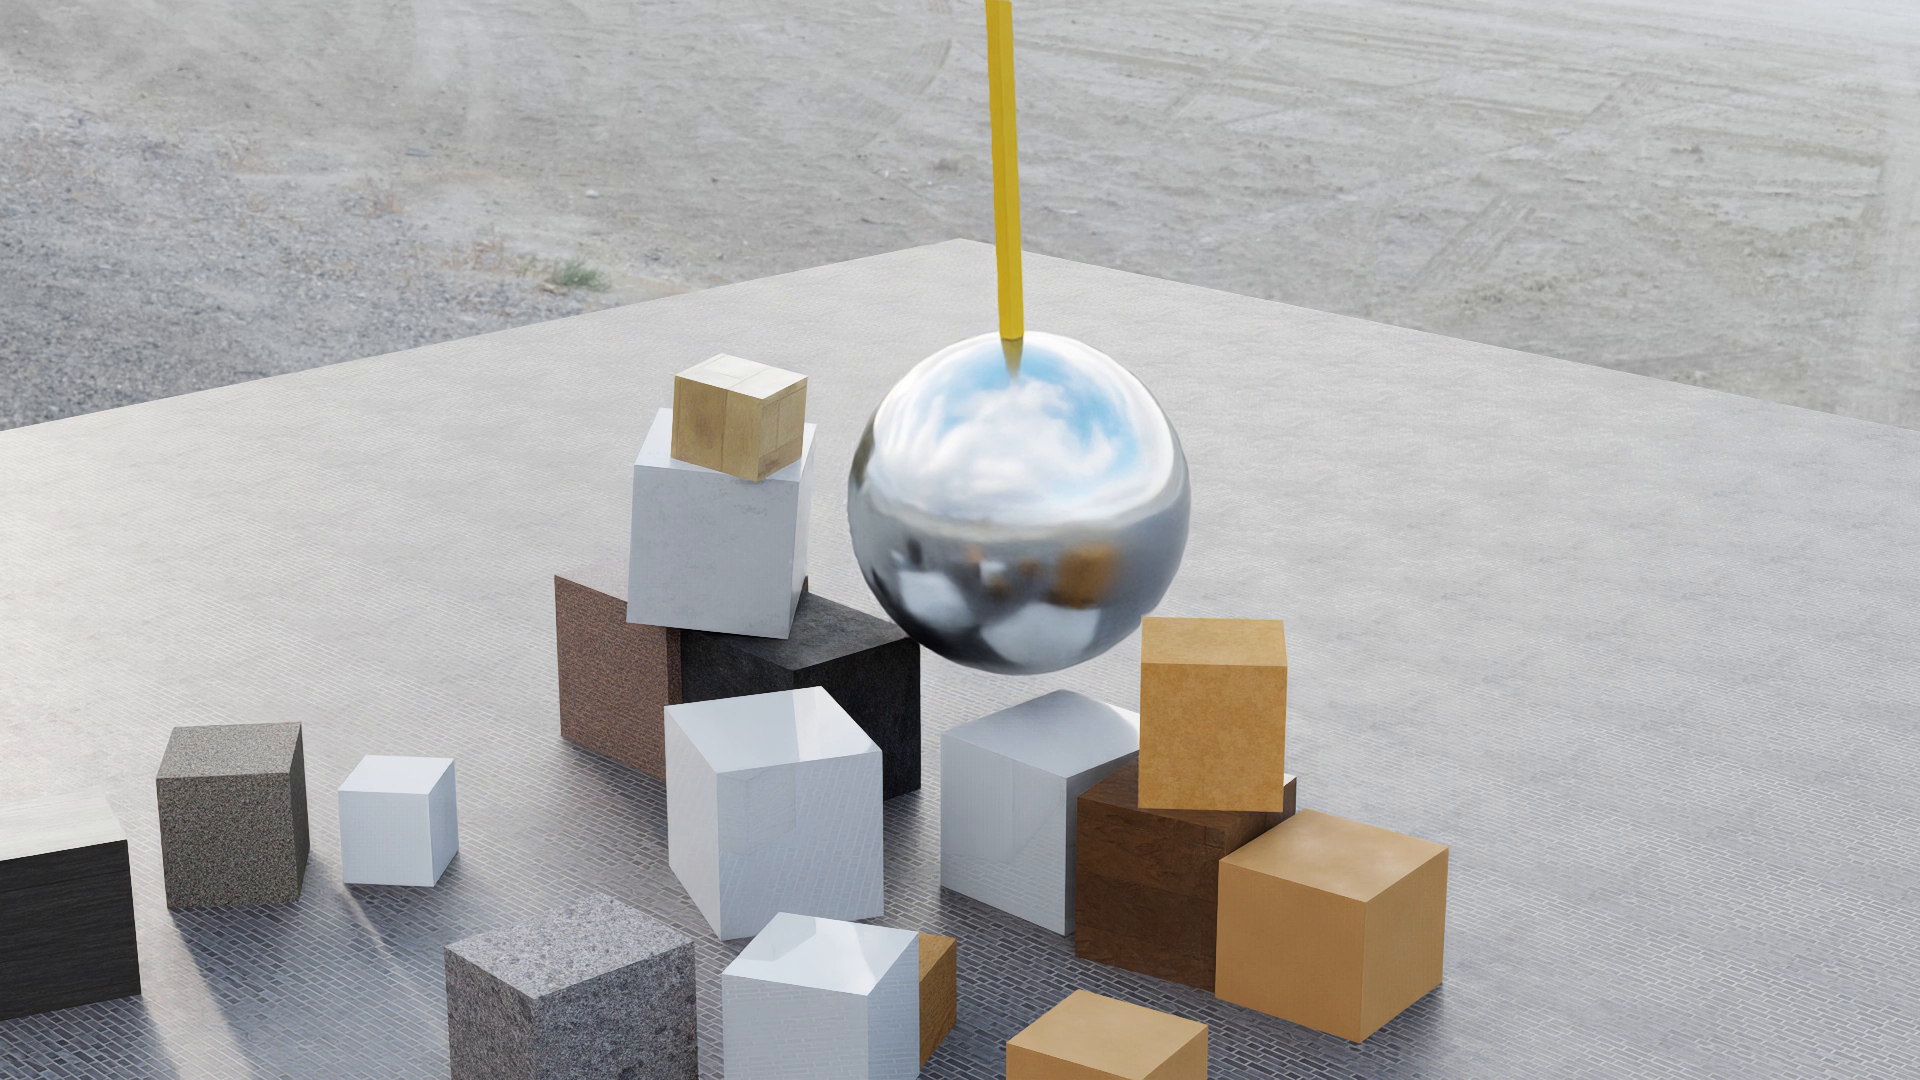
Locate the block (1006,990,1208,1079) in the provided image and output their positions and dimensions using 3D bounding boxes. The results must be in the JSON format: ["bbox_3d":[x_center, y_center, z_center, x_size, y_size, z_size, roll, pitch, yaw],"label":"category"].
[{"bbox_3d":[0.535,2.080,10.693,0.548,0.619,0.514,11,20,31],"label":"block"}]

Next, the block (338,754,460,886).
[{"bbox_3d":[-2.579,1.288,13.489,0.420,0.454,0.435,2,18,6],"label":"block"}]

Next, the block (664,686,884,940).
[{"bbox_3d":[-0.842,1.212,13.176,0.750,0.786,0.865,-6,19,-19],"label":"block"}]

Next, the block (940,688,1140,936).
[{"bbox_3d":[0.467,1.212,13.252,0.766,0.742,0.804,16,24,42],"label":"block"}]

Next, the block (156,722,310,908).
[{"bbox_3d":[-3.298,1.244,13.342,0.577,0.626,0.636,-2,18,-7],"label":"block"}]

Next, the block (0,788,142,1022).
[{"bbox_3d":[-3.907,1.532,12.296,0.756,0.703,0.626,-8,19,-25],"label":"block"}]

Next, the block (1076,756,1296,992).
[{"bbox_3d":[0.974,1.406,12.634,0.695,0.741,0.697,10,20,30],"label":"block"}]

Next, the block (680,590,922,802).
[{"bbox_3d":[-0.780,0.820,14.385,0.792,0.809,0.878,-15,23,-40],"label":"block"}]

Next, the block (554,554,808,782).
[{"bbox_3d":[-1.414,0.595,14.991,0.918,0.876,0.906,-16,24,-41],"label":"block"}]

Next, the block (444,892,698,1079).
[{"bbox_3d":[-1.511,1.853,11.429,0.747,0.612,0.612,-15,23,-40],"label":"block"}]

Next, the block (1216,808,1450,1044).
[{"bbox_3d":[1.552,1.594,12.234,0.689,0.622,0.699,13,21,35],"label":"block"}]

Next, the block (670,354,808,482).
[{"bbox_3d":[-1.050,-0.585,13.939,0.483,0.418,0.414,16,25,24],"label":"block"}]

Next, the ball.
[{"bbox_3d":[0.273,-0.172,13.573,1.600,1.600,1.600,0,17,0],"label":"ball"}]

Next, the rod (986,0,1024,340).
[{"bbox_3d":[0.118,-3.363,12.409,0.080,5.200,0.080,17,28,42],"label":"rod"}]

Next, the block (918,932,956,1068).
[{"bbox_3d":[-0.287,1.846,11.833,0.413,0.382,0.463,6,18,19],"label":"block"}]

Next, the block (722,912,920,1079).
[{"bbox_3d":[-0.531,1.877,11.344,0.586,0.617,0.585,6,18,18],"label":"block"}]

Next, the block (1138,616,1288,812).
[{"bbox_3d":[1.069,0.734,12.459,0.604,0.647,0.588,1,17,4],"label":"block"}]

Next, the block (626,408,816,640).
[{"bbox_3d":[-1.159,-0.089,14.336,0.784,0.820,0.786,6,23,1],"label":"block"}]
